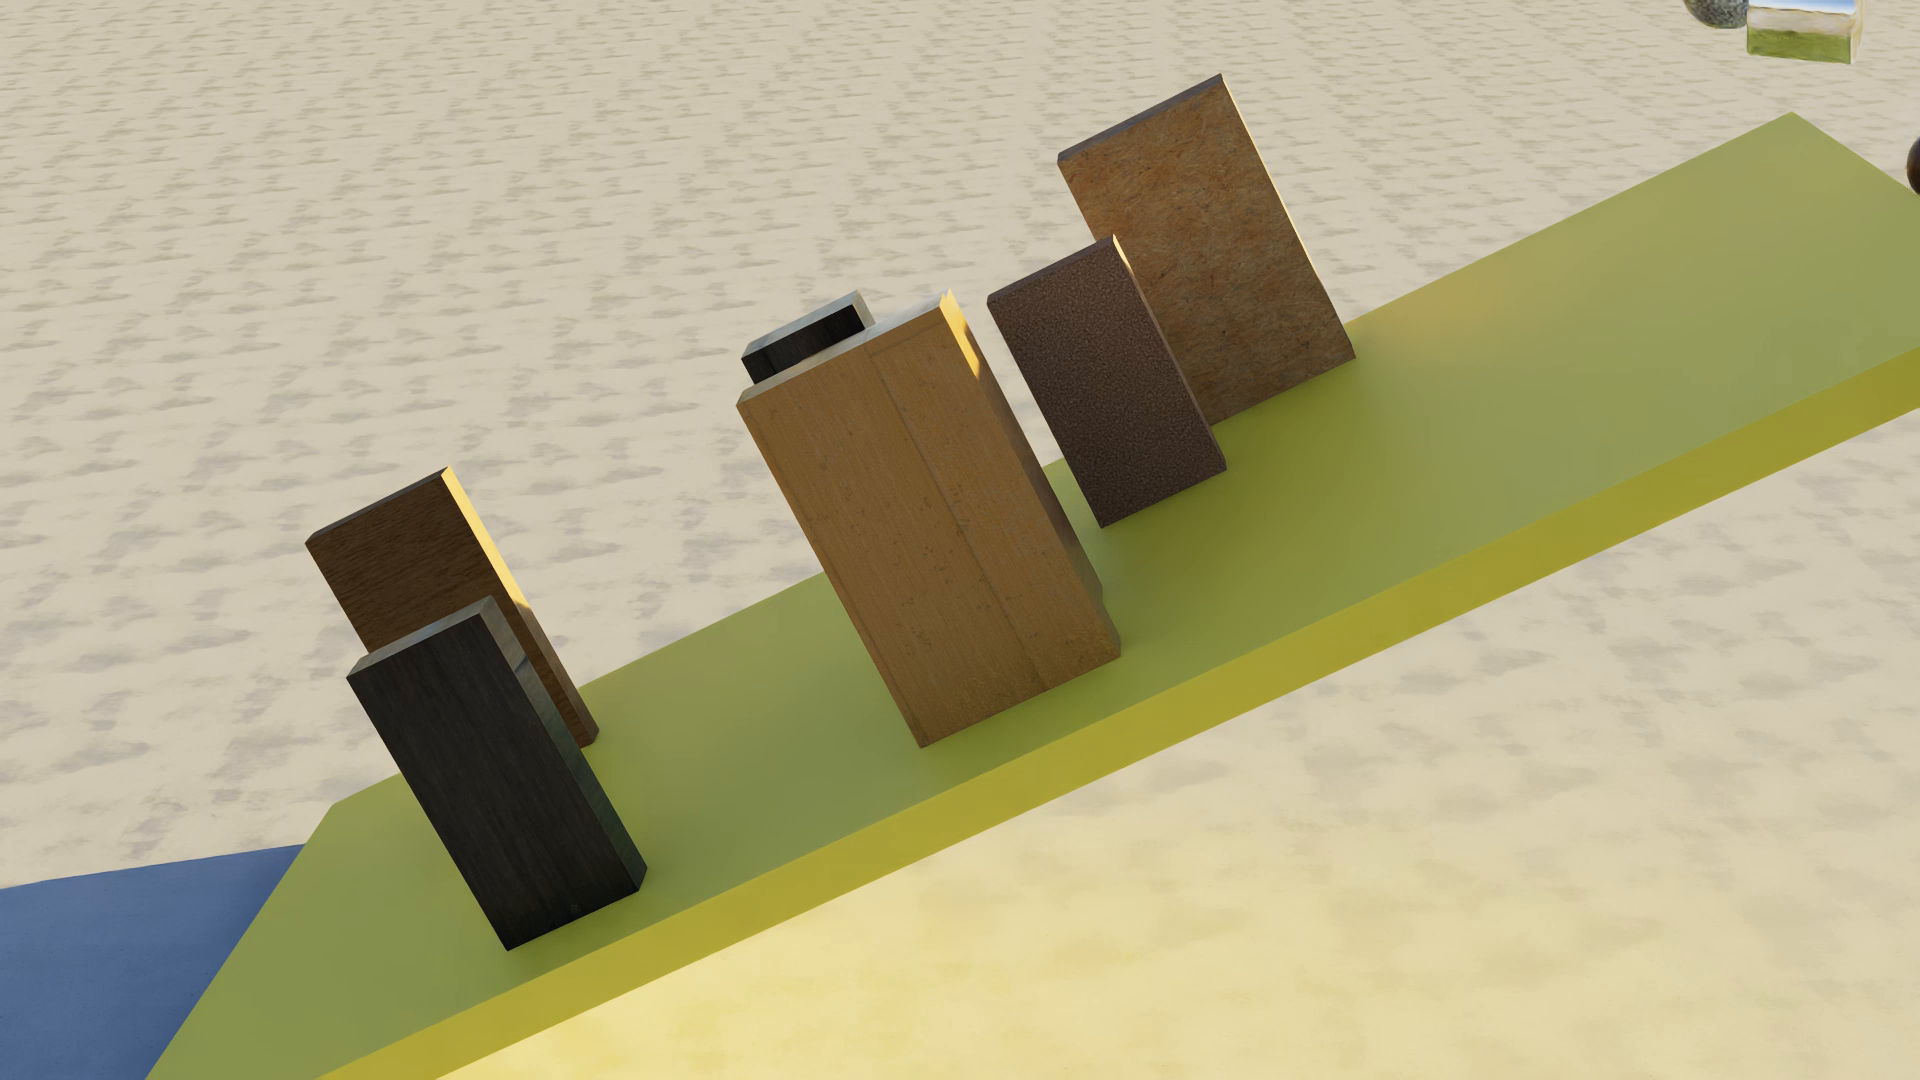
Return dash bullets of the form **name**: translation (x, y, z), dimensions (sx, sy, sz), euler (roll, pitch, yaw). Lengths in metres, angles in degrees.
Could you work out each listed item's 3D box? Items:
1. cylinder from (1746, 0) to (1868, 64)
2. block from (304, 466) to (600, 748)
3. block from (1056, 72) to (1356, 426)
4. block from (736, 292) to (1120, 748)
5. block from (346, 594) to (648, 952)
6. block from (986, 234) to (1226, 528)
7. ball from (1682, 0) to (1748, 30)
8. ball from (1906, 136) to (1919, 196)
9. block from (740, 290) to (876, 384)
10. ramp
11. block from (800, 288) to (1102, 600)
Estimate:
- **cylinder**: translation (1.580, -0.990, 5.480), dimensions (0.189, 0.189, 0.189), euler (10, 19, 22)
- **block**: translation (-1.179, 0.228, 6.851), dimensions (0.366, 0.721, 0.086), euler (-25, 14, 10)
- **block**: translation (0.567, -0.655, 6.759), dimensions (0.415, 0.705, 0.146), euler (-25, 14, 10)
- **block**: translation (-0.054, -0.031, 5.560), dimensions (0.425, 0.754, 0.119), euler (-25, 14, 10)
- **block**: translation (-0.888, 0.452, 5.669), dimensions (0.294, 0.626, 0.115), euler (-25, 14, 10)
- **block**: translation (0.320, -0.343, 6.399), dimensions (0.304, 0.560, 0.096), euler (-25, 14, 10)
- **ball**: translation (1.582, -1.151, 6.057), dimensions (0.197, 0.197, 0.197), euler (0, 17, 0)
- **ball**: translation (1.956, -0.740, 5.810), dimensions (0.167, 0.167, 0.167), euler (0, 17, 0)
- **block**: translation (-0.170, -0.138, 6.228), dimensions (0.262, 0.730, 0.146), euler (-25, 14, 10)
- **ramp**: translation (0.139, 0.168, 6.281), dimensions (4.000, 0.100, 2.000), euler (-25, 14, 10)
- **block**: translation (-0.017, -0.115, 5.923), dimensions (0.336, 0.695, 0.131), euler (-25, 14, 10)
